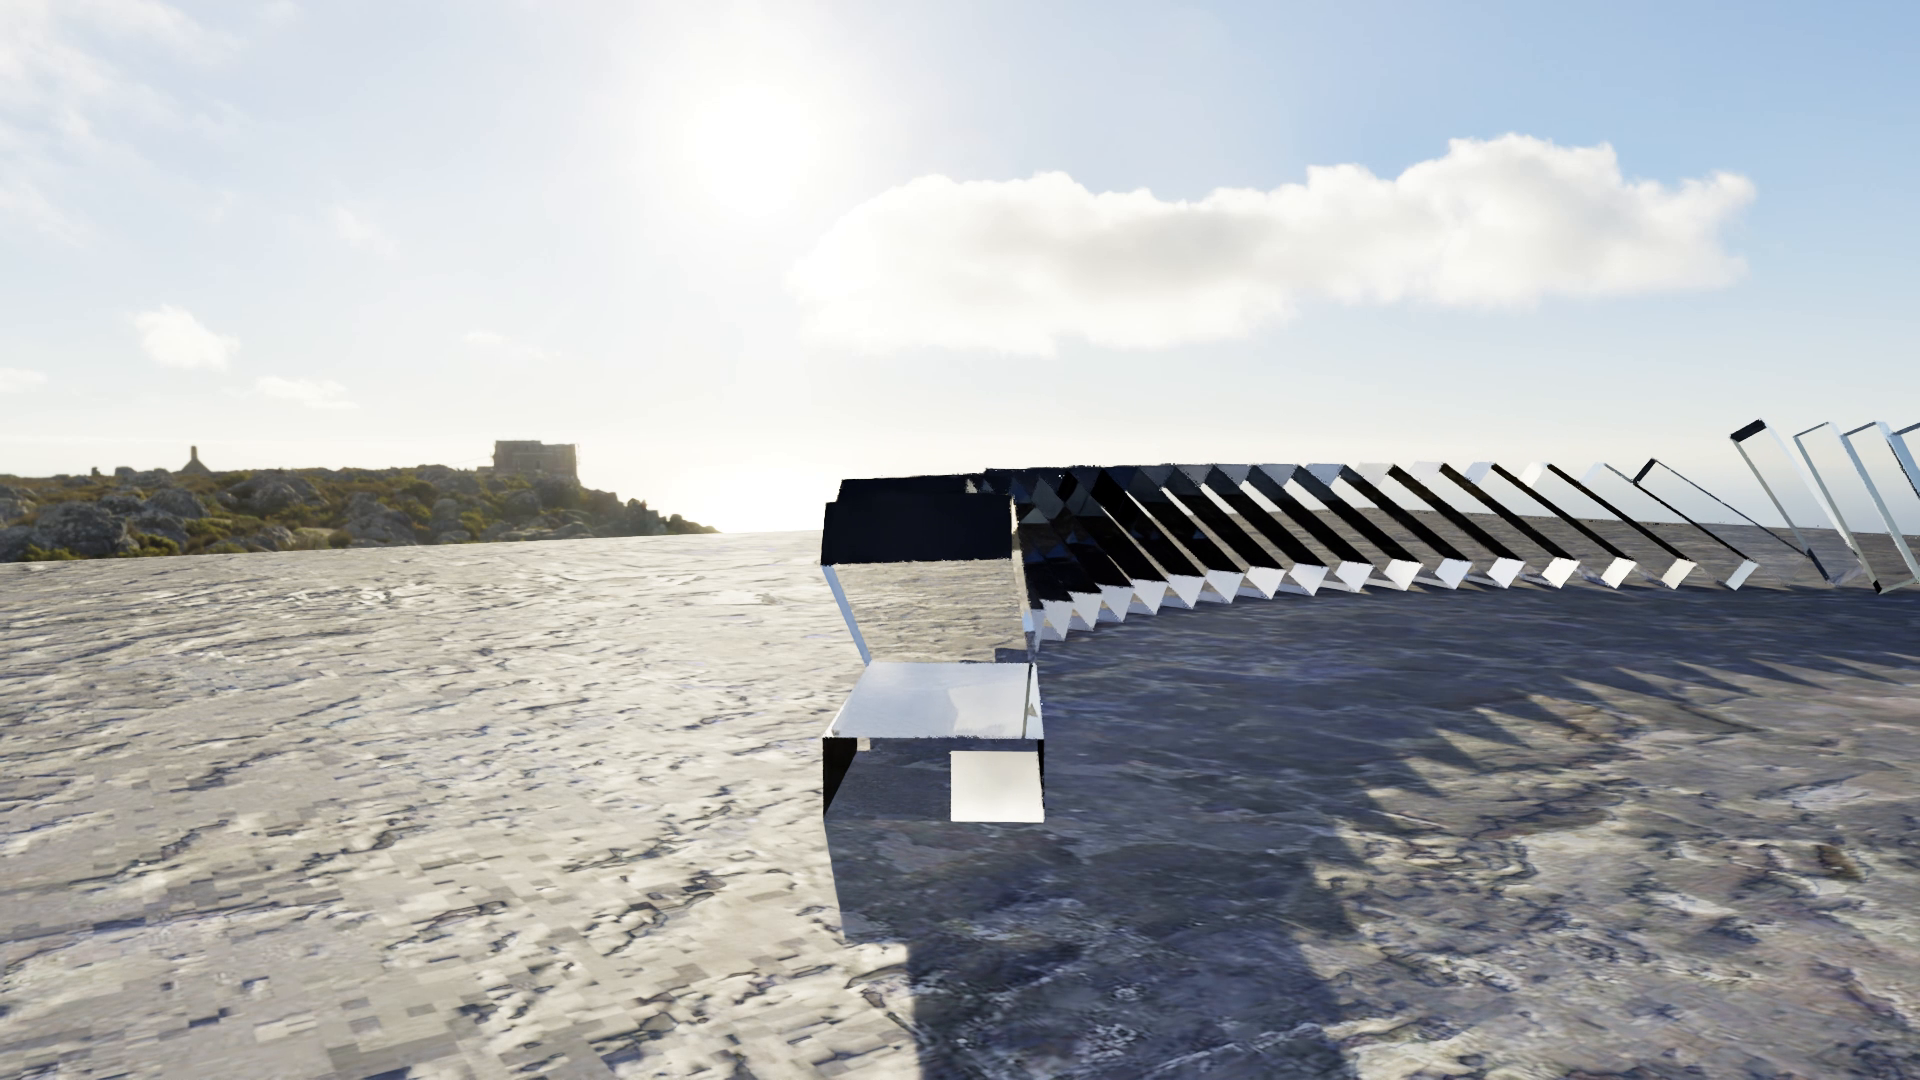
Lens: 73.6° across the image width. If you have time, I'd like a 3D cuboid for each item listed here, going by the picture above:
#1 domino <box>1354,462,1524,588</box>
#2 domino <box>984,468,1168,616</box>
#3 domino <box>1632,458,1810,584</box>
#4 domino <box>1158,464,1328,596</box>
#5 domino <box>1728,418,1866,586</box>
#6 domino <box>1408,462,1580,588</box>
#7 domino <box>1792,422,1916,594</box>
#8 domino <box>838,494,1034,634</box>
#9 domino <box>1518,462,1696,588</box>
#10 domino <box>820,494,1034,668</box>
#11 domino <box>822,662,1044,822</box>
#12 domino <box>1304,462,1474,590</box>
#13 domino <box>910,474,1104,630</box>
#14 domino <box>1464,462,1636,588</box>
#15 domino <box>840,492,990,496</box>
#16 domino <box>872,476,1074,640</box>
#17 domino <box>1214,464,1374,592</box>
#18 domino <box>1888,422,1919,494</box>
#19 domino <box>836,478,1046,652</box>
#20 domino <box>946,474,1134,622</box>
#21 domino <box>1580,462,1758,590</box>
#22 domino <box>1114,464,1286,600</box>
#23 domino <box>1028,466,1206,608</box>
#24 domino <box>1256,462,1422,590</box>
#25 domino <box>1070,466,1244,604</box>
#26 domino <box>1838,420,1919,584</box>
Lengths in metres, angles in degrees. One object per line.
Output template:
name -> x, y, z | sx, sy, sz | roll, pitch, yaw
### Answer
domino -> 0.143, -0.005, 0.387 | 0.050, 0.009, 0.025 | 35, 1, -7
domino -> 0.027, 0.001, 0.313 | 0.025, 0.010, 0.050 | 4, -30, 43
domino -> 0.230, -0.006, 0.389 | 0.050, 0.009, 0.025 | 42, 20, 27
domino -> 0.078, -0.003, 0.362 | 0.050, 0.010, 0.025 | 37, -12, -23
domino -> 0.251, -0.011, 0.383 | 0.009, 0.050, 0.025 | -36, -27, 32
domino -> 0.160, -0.005, 0.390 | 0.050, 0.009, 0.025 | 36, 4, -2
domino -> 0.262, -0.010, 0.375 | 0.009, 0.050, 0.025 | -30, -15, 36
domino -> -0.003, 0.009, 0.208 | 0.025, 0.009, 0.050 | 0, -28, 8
domino -> 0.195, -0.005, 0.390 | 0.050, 0.009, 0.025 | 37, 11, 8
domino -> -0.003, 0.010, 0.189 | 0.025, 0.009, 0.050 | -2, -28, 6
domino -> -0.002, 0.025, 0.170 | 0.025, 0.010, 0.050 | 0, 4, 2
domino -> 0.126, -0.005, 0.384 | 0.050, 0.010, 0.025 | 35, -2, -10
domino -> 0.010, 0.003, 0.282 | 0.025, 0.010, 0.050 | 2, -29, 32
domino -> 0.178, -0.005, 0.392 | 0.050, 0.009, 0.025 | 36, 8, 4
domino -> -0.003, 0.008, 0.228 | 0.025, 0.009, 0.050 | 1, -28, 12
domino -> 0.003, 0.005, 0.265 | 0.025, 0.009, 0.050 | 2, -30, 29
domino -> 0.093, -0.004, 0.371 | 0.050, 0.009, 0.025 | 36, -9, -19
domino -> 0.284, -0.009, 0.365 | 0.025, 0.050, 0.009 | -4, -20, -43
domino -> -0.003, 0.006, 0.247 | 0.025, 0.009, 0.050 | 1, -30, 22
domino -> 0.018, 0.002, 0.298 | 0.025, 0.009, 0.050 | 3, -29, 37
domino -> 0.213, -0.005, 0.389 | 0.050, 0.010, 0.025 | 38, 15, 14
domino -> 0.064, -0.002, 0.351 | 0.050, 0.009, 0.025 | 39, -16, -28
domino -> 0.038, 0.000, 0.327 | 0.025, 0.009, 0.050 | 5, -29, 48
domino -> 0.109, -0.004, 0.378 | 0.050, 0.009, 0.025 | 36, -6, -15
domino -> 0.051, -0.001, 0.339 | 0.050, 0.009, 0.025 | 40, -20, -33
domino -> 0.273, -0.010, 0.371 | 0.025, 0.050, 0.009 | -5, -20, -48
